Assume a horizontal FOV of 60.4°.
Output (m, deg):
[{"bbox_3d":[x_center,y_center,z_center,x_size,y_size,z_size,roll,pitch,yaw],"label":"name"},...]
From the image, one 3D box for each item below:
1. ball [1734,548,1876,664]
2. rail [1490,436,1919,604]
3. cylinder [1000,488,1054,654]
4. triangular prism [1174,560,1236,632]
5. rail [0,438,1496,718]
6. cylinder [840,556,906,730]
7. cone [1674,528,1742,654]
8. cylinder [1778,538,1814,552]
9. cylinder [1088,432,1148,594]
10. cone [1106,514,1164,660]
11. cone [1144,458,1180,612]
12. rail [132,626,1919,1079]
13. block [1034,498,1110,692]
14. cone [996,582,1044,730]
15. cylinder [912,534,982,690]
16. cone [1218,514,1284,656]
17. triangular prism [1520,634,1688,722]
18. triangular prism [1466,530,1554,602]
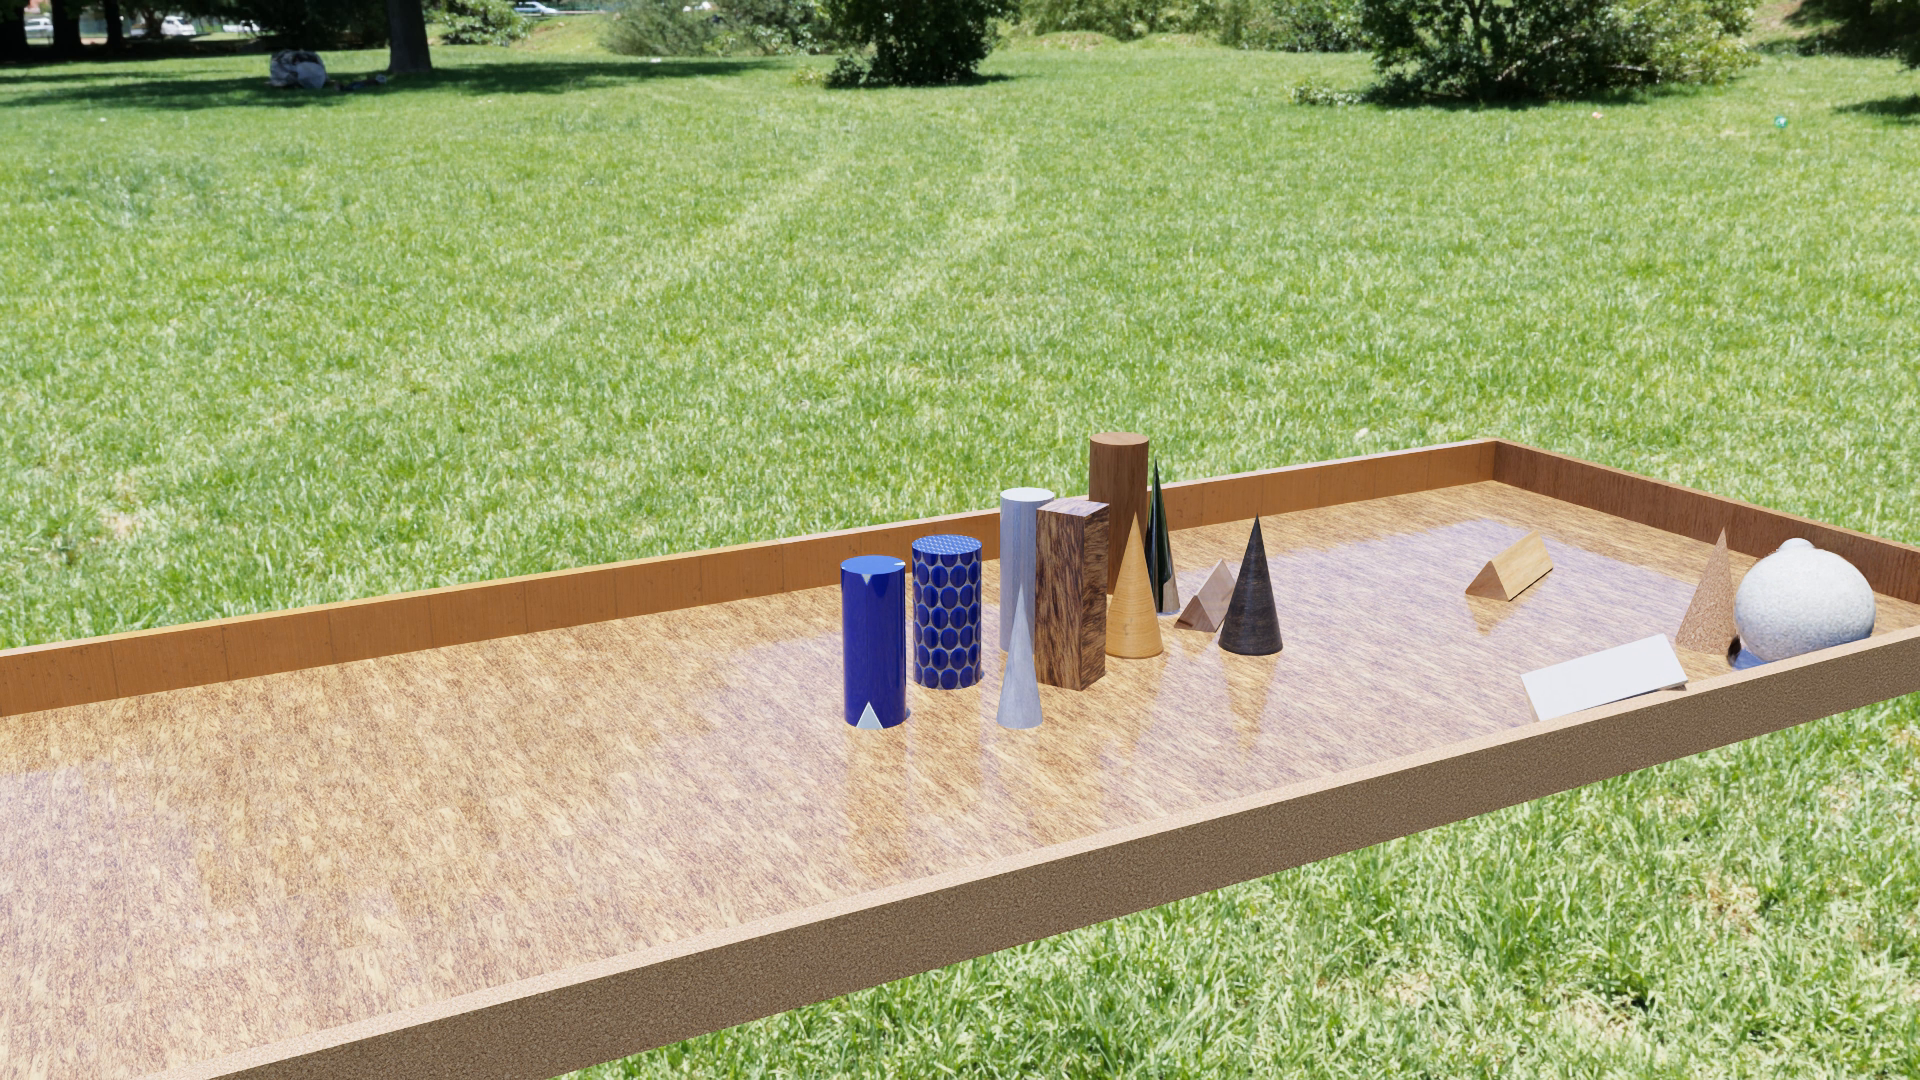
[{"bbox_3d":[2.138,0.178,4.181,0.320,0.320,0.320,0,16,0],"label":"ball"},{"bbox_3d":[2.466,-0.048,5.253,0.050,0.150,2.100,-9,18,-27],"label":"rail"},{"bbox_3d":[0.175,0.082,4.336,0.140,0.418,0.140,0,16,0],"label":"cylinder"},{"bbox_3d":[0.702,0.149,4.660,0.115,0.100,0.361,5,17,19],"label":"triangular prism"},{"bbox_3d":[-3.305,0.497,3.399,12.000,0.150,0.050,-9,18,-27],"label":"rail"},{"bbox_3d":[-0.201,0.239,3.867,0.149,0.380,0.149,0,16,0],"label":"cylinder"},{"bbox_3d":[1.998,0.121,4.360,0.165,0.329,0.165,0,16,0],"label":"cone"},{"bbox_3d":[2.456,0.096,4.838,0.107,0.107,0.398,8,18,25],"label":"cylinder"},{"bbox_3d":[0.460,-0.078,4.826,0.170,0.449,0.170,0,16,0],"label":"cylinder"},{"bbox_3d":[0.455,0.106,4.324,0.171,0.378,0.171,0,16,0],"label":"cone"},{"bbox_3d":[0.555,-0.025,4.638,0.121,0.443,0.121,-3,12,1],"label":"cone"},{"bbox_3d":[-2.336,1.006,1.665,12.000,0.150,0.050,-9,18,-27],"label":"rail"},{"bbox_3d":[0.277,0.134,4.100,0.132,0.450,0.132,10,19,30],"label":"block"},{"bbox_3d":[0.141,0.261,3.856,0.112,0.344,0.112,0,16,0],"label":"cone"},{"bbox_3d":[-0.032,0.179,4.123,0.173,0.351,0.173,0,16,0],"label":"cylinder"},{"bbox_3d":[0.776,0.103,4.351,0.173,0.368,0.173,0,16,0],"label":"cone"},{"bbox_3d":[1.466,0.319,3.777,0.329,0.122,0.140,-18,-13,10],"label":"triangular prism"},{"bbox_3d":[1.648,0.066,4.921,0.128,0.111,0.406,12,20,35],"label":"triangular prism"}]
